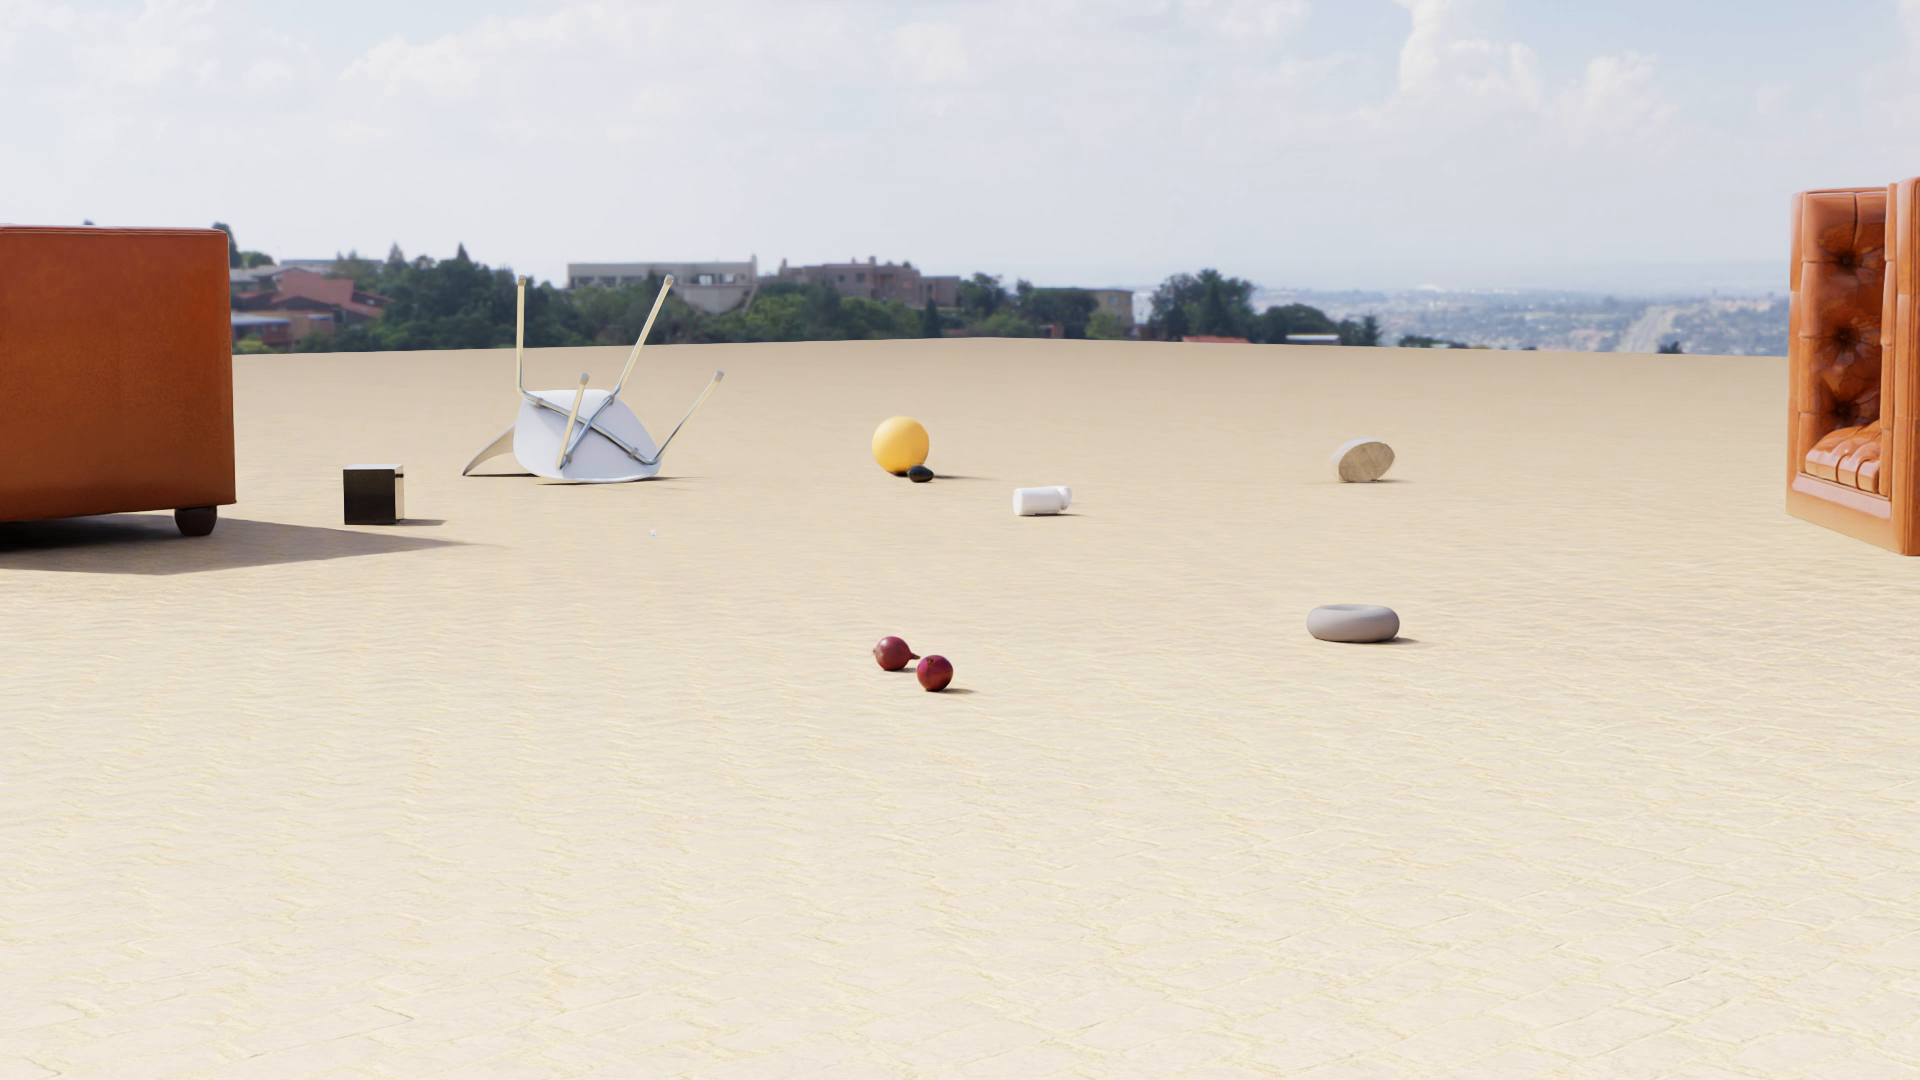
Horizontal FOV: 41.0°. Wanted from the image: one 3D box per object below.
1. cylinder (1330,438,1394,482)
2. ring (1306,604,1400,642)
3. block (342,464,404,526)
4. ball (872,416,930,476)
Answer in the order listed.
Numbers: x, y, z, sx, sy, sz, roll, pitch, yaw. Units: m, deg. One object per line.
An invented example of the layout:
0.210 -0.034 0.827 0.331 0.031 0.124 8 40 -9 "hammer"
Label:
1.294 -0.257 8.265 0.186 0.122 0.180 -21 5 2 "cylinder"
0.714 0.151 4.659 0.170 0.059 0.126 1 7 22 "ring"
-1.571 -0.123 6.882 0.135 0.148 0.175 0 6 -5 "block"
-0.197 -0.311 8.495 0.193 0.193 0.193 0 6 0 "ball"
